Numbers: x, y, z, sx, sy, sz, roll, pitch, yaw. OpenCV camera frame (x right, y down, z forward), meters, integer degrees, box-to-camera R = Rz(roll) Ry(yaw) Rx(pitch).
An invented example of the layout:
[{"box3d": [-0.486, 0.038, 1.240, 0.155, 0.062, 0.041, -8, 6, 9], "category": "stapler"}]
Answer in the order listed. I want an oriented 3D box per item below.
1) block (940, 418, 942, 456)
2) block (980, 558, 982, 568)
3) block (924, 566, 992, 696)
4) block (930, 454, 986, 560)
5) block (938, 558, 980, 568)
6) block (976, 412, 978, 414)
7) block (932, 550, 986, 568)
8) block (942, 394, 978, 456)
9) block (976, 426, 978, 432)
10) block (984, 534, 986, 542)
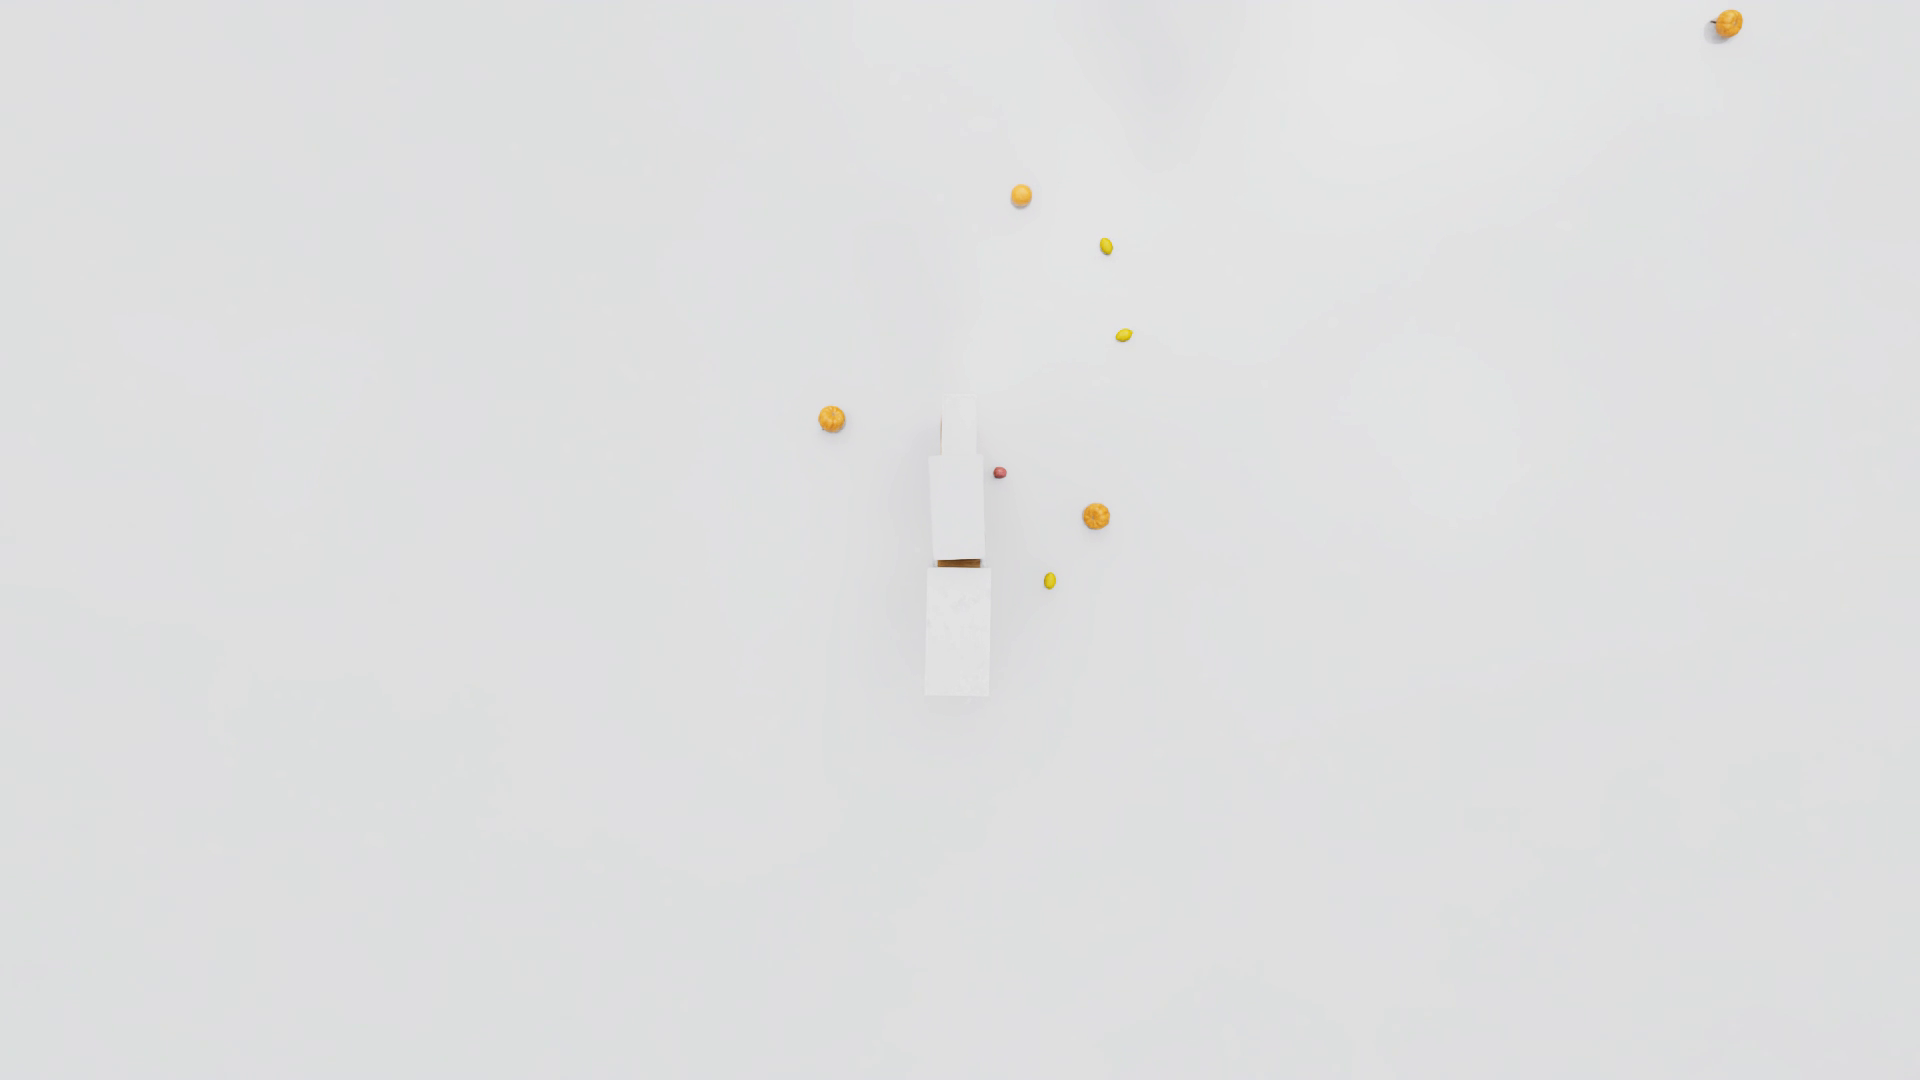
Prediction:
[{"box3d": [-0.005, -0.265, 5.092, 0.111, 0.031, 0.221, 0, 90, 0], "category": "block"}, {"box3d": [0.001, 0.061, 4.991, 0.126, 0.252, 0.036, 5, 90, 0], "category": "block"}, {"box3d": [-0.005, 0.253, 4.568, 0.177, 0.050, 0.354, 1, 90, 0], "category": "block"}, {"box3d": [-0.007, -0.090, 4.522, 0.143, 0.040, 0.285, -2, 89, 0], "category": "block"}, {"box3d": [-0.004, -0.020, 4.846, 0.126, 0.036, 0.252, -1, 90, 0], "category": "block"}, {"box3d": [0.000, -0.393, 5.186, 0.103, 0.629, 0.029, 0, 90, 0], "category": "block"}, {"box3d": [-0.001, 0.199, 5.141, 0.168, 0.048, 0.336, 0, 90, 0], "category": "block"}, {"box3d": [-0.002, -0.326, 4.857, 0.103, 0.029, 0.205, 1, 90, 0], "category": "block"}, {"box3d": [-0.003, -0.339, 5.219, 0.111, 0.221, 0.031, 1, 90, 0], "category": "block"}, {"box3d": [-0.001, 0.013, 4.685, 0.143, 0.285, 0.040, 0, 87, 0], "category": "block"}]
